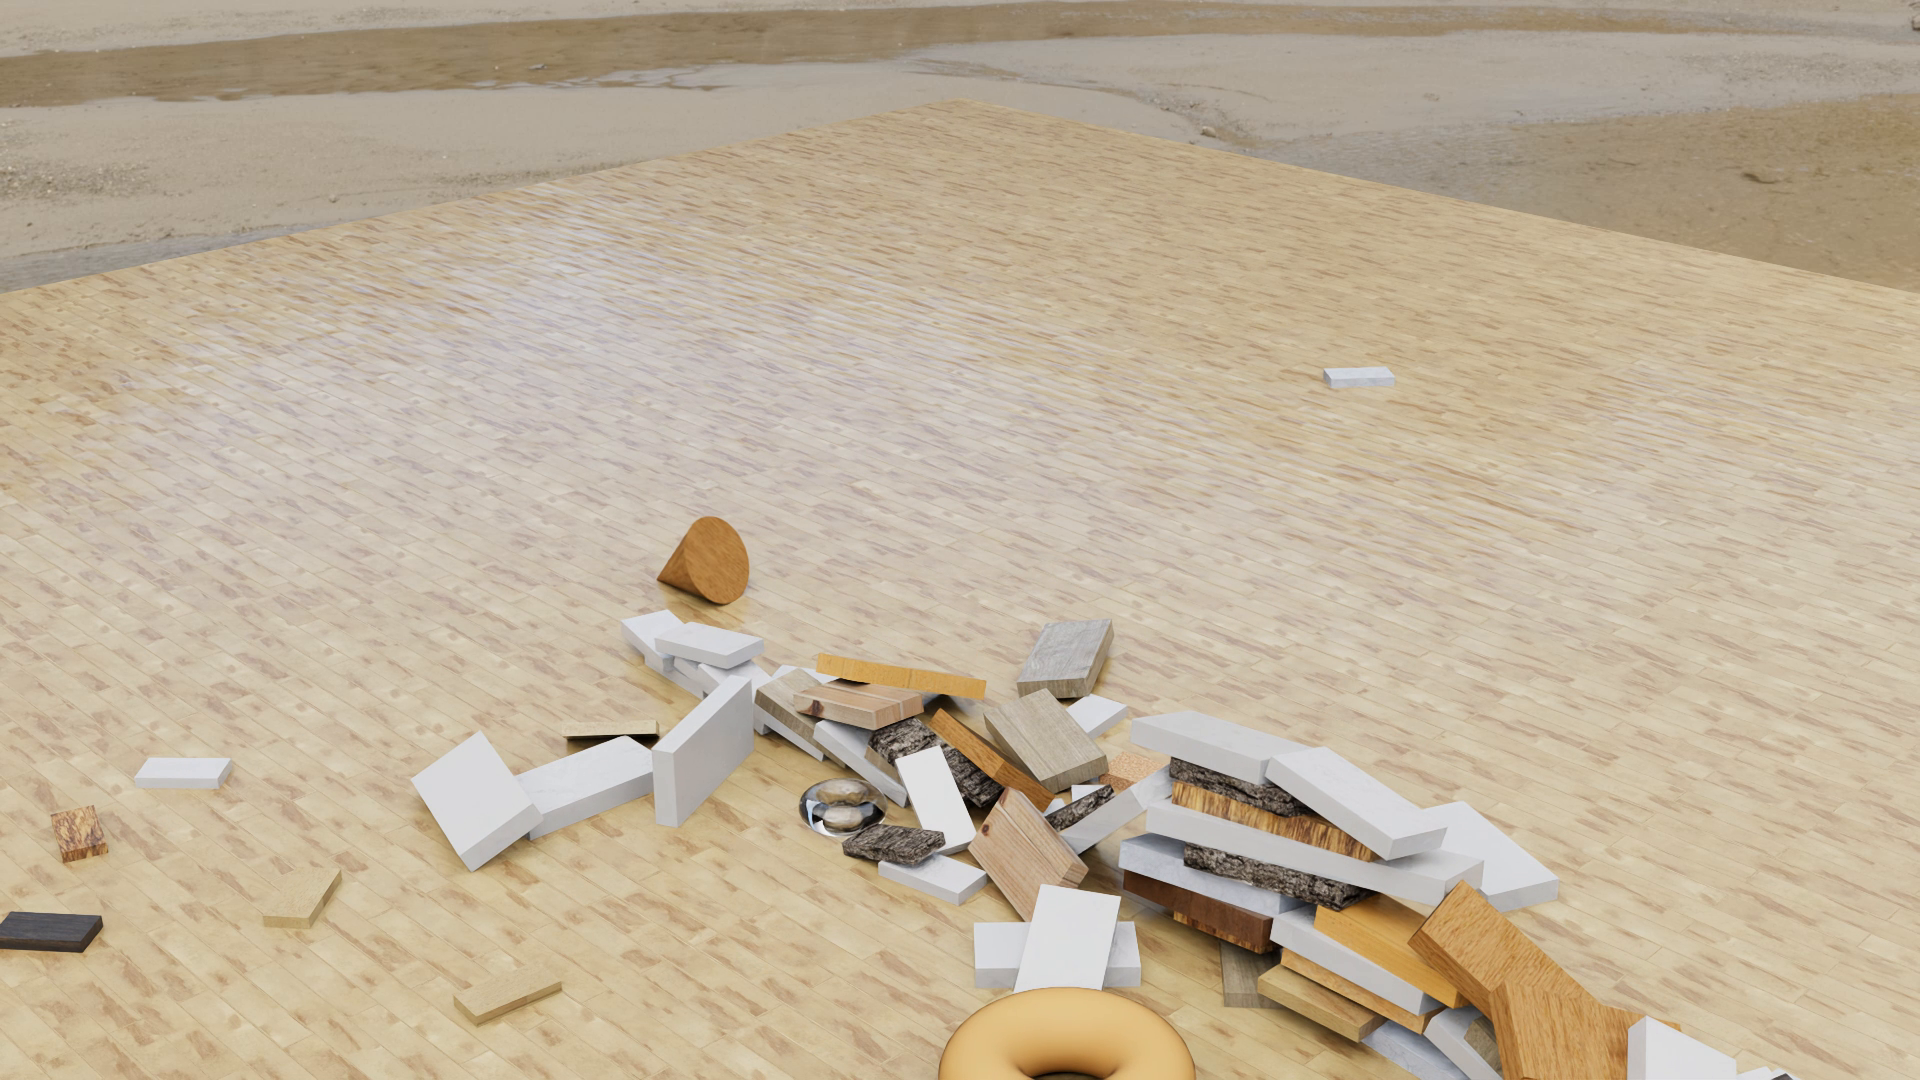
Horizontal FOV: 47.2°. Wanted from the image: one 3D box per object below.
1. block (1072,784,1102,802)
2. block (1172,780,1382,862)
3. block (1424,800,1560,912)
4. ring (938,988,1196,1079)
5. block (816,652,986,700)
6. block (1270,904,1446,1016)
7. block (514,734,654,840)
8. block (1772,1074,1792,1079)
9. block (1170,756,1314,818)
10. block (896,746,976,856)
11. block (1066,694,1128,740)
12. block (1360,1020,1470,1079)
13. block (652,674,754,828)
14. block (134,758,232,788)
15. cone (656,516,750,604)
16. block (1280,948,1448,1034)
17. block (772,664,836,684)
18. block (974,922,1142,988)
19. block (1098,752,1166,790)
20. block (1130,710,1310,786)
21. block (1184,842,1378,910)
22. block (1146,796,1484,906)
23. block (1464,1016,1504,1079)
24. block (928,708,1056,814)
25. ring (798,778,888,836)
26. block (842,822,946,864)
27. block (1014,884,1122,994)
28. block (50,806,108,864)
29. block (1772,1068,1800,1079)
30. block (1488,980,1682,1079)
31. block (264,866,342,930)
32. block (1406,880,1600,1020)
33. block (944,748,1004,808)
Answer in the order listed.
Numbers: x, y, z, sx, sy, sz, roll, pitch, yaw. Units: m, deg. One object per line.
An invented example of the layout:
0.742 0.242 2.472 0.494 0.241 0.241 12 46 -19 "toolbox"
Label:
0.263 0.540 4.463 0.069 0.020 0.138 0 23 1 "block"
0.587 0.485 3.894 0.418 0.041 0.144 12 12 41 "block"
0.995 0.613 4.259 0.159 0.045 0.319 -9 25 -20 "block"
0.172 0.867 3.541 0.417 0.139 0.417 -1 22 0 "ring"
-0.127 0.298 4.797 0.345 0.043 0.152 11 -2 -35 "block"
0.702 0.708 3.750 0.157 0.044 0.313 -6 20 -44 "block"
-0.780 0.504 4.510 0.341 0.048 0.171 -19 30 -38 "block"
1.304 0.896 3.406 0.072 0.020 0.162 -18 32 -15 "block"
0.529 0.432 3.942 0.144 0.041 0.288 -4 12 -39 "block"
-0.046 0.518 4.352 0.095 0.027 0.226 -17 55 -11 "block"
0.266 0.398 4.788 0.099 0.028 0.209 16 28 33 "block"
0.776 0.836 3.738 0.145 0.041 0.455 -17 28 -34 "block"
-0.525 0.431 4.527 0.048 0.171 0.351 9 24 19 "block"
-1.618 0.486 4.584 0.173 0.024 0.086 0 23 1 "block"
-0.680 0.074 5.460 0.221 0.221 0.221 -17 10 37 "cone"
0.712 0.750 3.766 0.145 0.041 0.291 -7 21 -45 "block"
-0.325 0.329 4.949 0.203 0.029 0.102 7 24 17 "block"
0.172 0.745 3.953 0.292 0.041 0.146 0 23 -1 "block"
0.401 0.497 4.552 0.203 0.029 0.102 15 27 31 "block"
0.479 0.375 4.002 0.159 0.045 0.319 -4 12 -40 "block"
0.571 0.577 3.885 0.313 0.044 0.157 11 12 37 "block"
0.617 0.536 3.868 0.573 0.047 0.166 10 11 35 "block"
0.980 0.874 3.496 0.158 0.045 0.342 -16 47 -35 "block"
0.063 0.449 4.500 0.152 0.043 0.303 37 -2 -31 "block"
-0.235 0.537 4.420 0.181 0.060 0.181 1 22 0 "ring"
-0.129 0.590 4.273 0.189 0.027 0.094 0 19 42 "block"
0.187 0.736 3.866 0.146 0.041 0.292 8 39 9 "block"
-1.747 0.582 4.359 0.083 0.024 0.166 -12 26 -26 "block"
1.377 0.927 3.541 0.099 0.028 0.197 -18 29 -36 "block"
0.994 0.808 3.440 0.333 0.047 0.166 16 44 -17 "block"
-1.237 0.673 4.143 0.086 0.024 0.173 2 23 5 "block"
0.887 0.708 3.545 0.317 0.045 0.158 43 43 13 "block"
0.016 0.478 4.425 0.138 0.020 0.069 37 39 25 "block"
